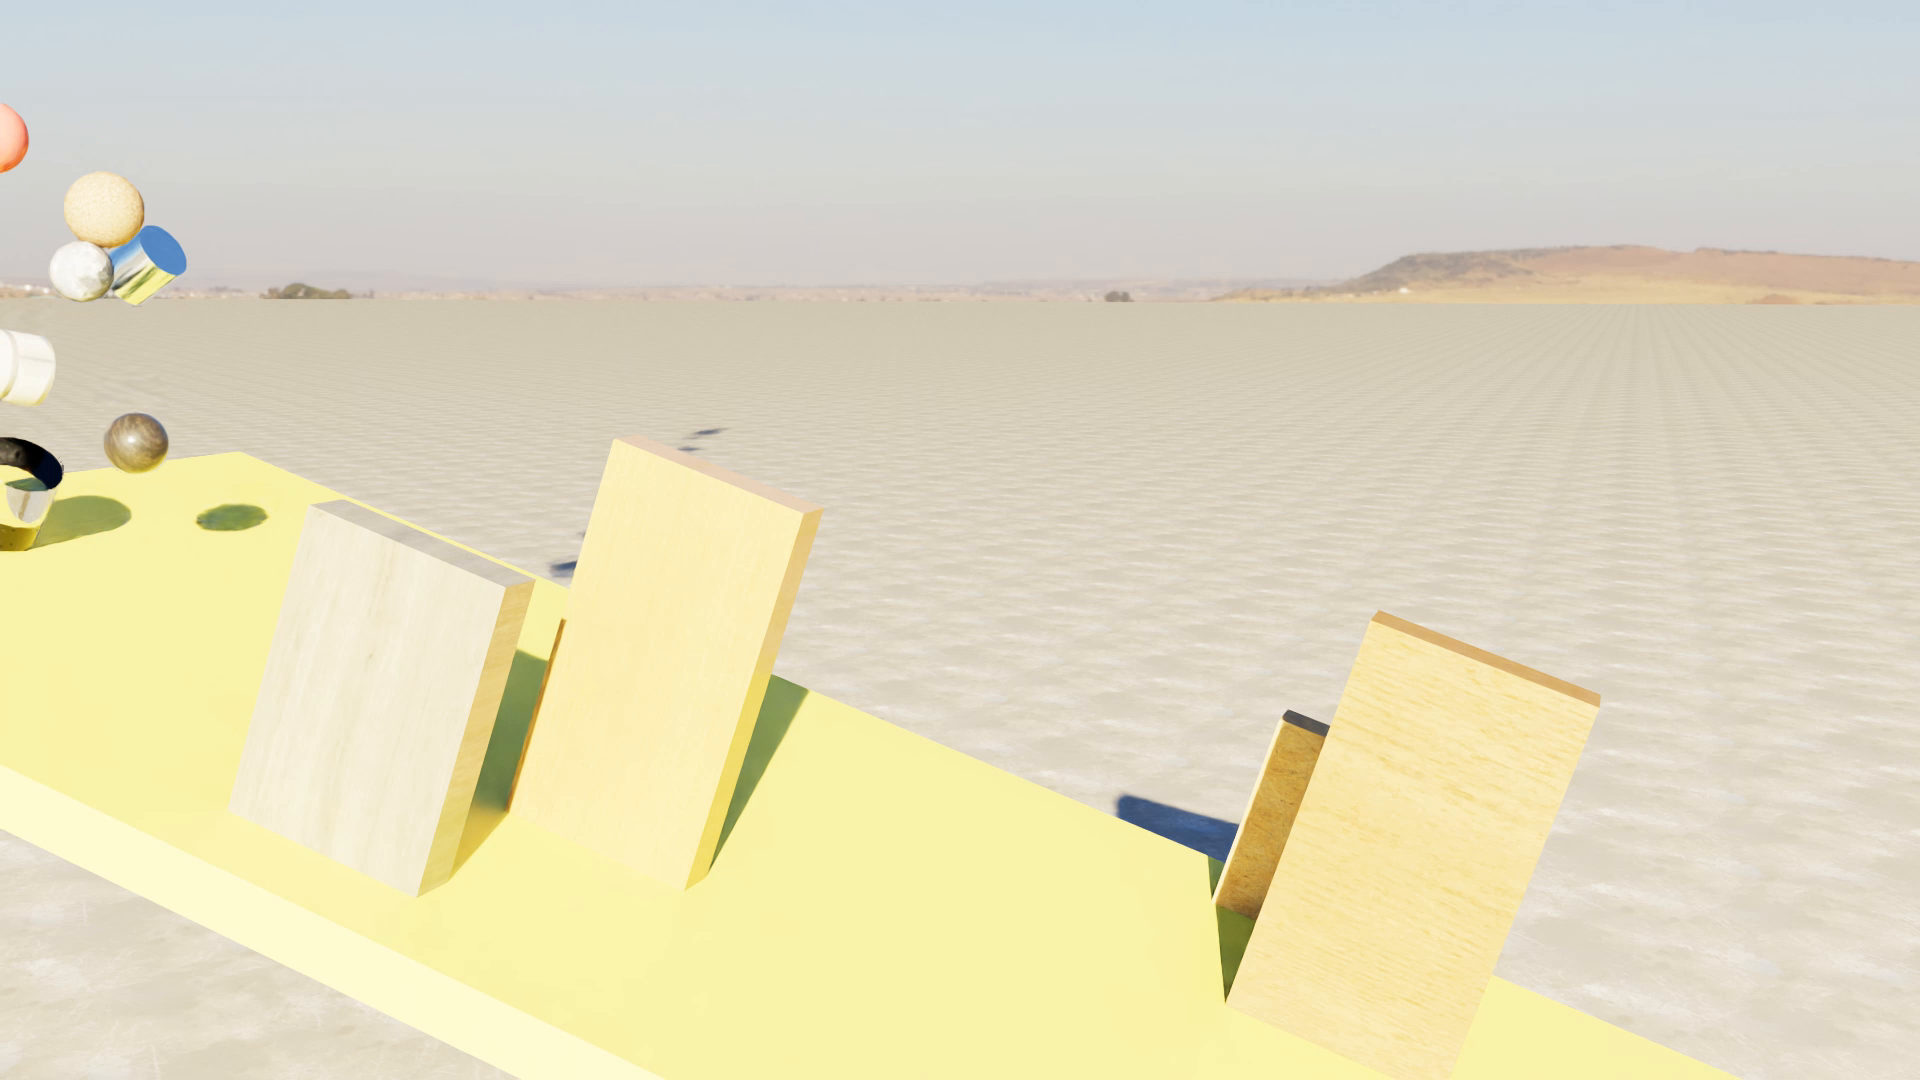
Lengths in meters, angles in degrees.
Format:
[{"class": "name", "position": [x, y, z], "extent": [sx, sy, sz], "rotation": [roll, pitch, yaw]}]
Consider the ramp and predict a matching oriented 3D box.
[{"class": "ramp", "position": [-0.346, 0.643, 4.219], "extent": [4.000, 0.100, 2.000], "rotation": [21, 12, 14]}]

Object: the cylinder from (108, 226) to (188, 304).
[{"class": "cylinder", "position": [-1.822, -0.614, 4.909], "extent": [0.129, 0.129, 0.129], "rotation": [-30, -4, 21]}]

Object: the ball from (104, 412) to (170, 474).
[{"class": "ball", "position": [-1.645, -0.194, 4.394], "extent": [0.123, 0.123, 0.123], "rotation": [0, 7, 0]}]

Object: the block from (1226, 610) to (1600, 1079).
[{"class": "block", "position": [0.839, 0.583, 4.101], "extent": [0.429, 0.794, 0.130], "rotation": [21, 12, 14]}]

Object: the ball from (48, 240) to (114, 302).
[{"class": "ball", "position": [-1.821, -0.557, 4.560], "extent": [0.126, 0.126, 0.126], "rotation": [0, 7, 0]}]

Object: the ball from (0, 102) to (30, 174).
[{"class": "ball", "position": [-1.910, -0.793, 4.328], "extent": [0.144, 0.144, 0.144], "rotation": [0, 7, 0]}]

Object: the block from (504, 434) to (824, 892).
[{"class": "block", "position": [-0.529, 0.216, 3.890], "extent": [0.371, 0.715, 0.098], "rotation": [21, 12, 14]}]

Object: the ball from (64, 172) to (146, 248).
[{"class": "ball", "position": [-1.790, -0.690, 4.601], "extent": [0.159, 0.159, 0.159], "rotation": [0, 7, 0]}]

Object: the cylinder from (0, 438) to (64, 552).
[{"class": "cylinder", "position": [-1.911, -0.091, 4.415], "extent": [0.164, 0.164, 0.164], "rotation": [27, 29, -16]}]

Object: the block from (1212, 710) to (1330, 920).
[{"class": "block", "position": [0.776, 0.629, 4.679], "extent": [0.340, 0.429, 0.117], "rotation": [21, 12, 14]}]

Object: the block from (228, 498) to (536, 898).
[{"class": "block", "position": [-0.936, 0.253, 3.547], "extent": [0.366, 0.537, 0.099], "rotation": [21, 12, 14]}]
